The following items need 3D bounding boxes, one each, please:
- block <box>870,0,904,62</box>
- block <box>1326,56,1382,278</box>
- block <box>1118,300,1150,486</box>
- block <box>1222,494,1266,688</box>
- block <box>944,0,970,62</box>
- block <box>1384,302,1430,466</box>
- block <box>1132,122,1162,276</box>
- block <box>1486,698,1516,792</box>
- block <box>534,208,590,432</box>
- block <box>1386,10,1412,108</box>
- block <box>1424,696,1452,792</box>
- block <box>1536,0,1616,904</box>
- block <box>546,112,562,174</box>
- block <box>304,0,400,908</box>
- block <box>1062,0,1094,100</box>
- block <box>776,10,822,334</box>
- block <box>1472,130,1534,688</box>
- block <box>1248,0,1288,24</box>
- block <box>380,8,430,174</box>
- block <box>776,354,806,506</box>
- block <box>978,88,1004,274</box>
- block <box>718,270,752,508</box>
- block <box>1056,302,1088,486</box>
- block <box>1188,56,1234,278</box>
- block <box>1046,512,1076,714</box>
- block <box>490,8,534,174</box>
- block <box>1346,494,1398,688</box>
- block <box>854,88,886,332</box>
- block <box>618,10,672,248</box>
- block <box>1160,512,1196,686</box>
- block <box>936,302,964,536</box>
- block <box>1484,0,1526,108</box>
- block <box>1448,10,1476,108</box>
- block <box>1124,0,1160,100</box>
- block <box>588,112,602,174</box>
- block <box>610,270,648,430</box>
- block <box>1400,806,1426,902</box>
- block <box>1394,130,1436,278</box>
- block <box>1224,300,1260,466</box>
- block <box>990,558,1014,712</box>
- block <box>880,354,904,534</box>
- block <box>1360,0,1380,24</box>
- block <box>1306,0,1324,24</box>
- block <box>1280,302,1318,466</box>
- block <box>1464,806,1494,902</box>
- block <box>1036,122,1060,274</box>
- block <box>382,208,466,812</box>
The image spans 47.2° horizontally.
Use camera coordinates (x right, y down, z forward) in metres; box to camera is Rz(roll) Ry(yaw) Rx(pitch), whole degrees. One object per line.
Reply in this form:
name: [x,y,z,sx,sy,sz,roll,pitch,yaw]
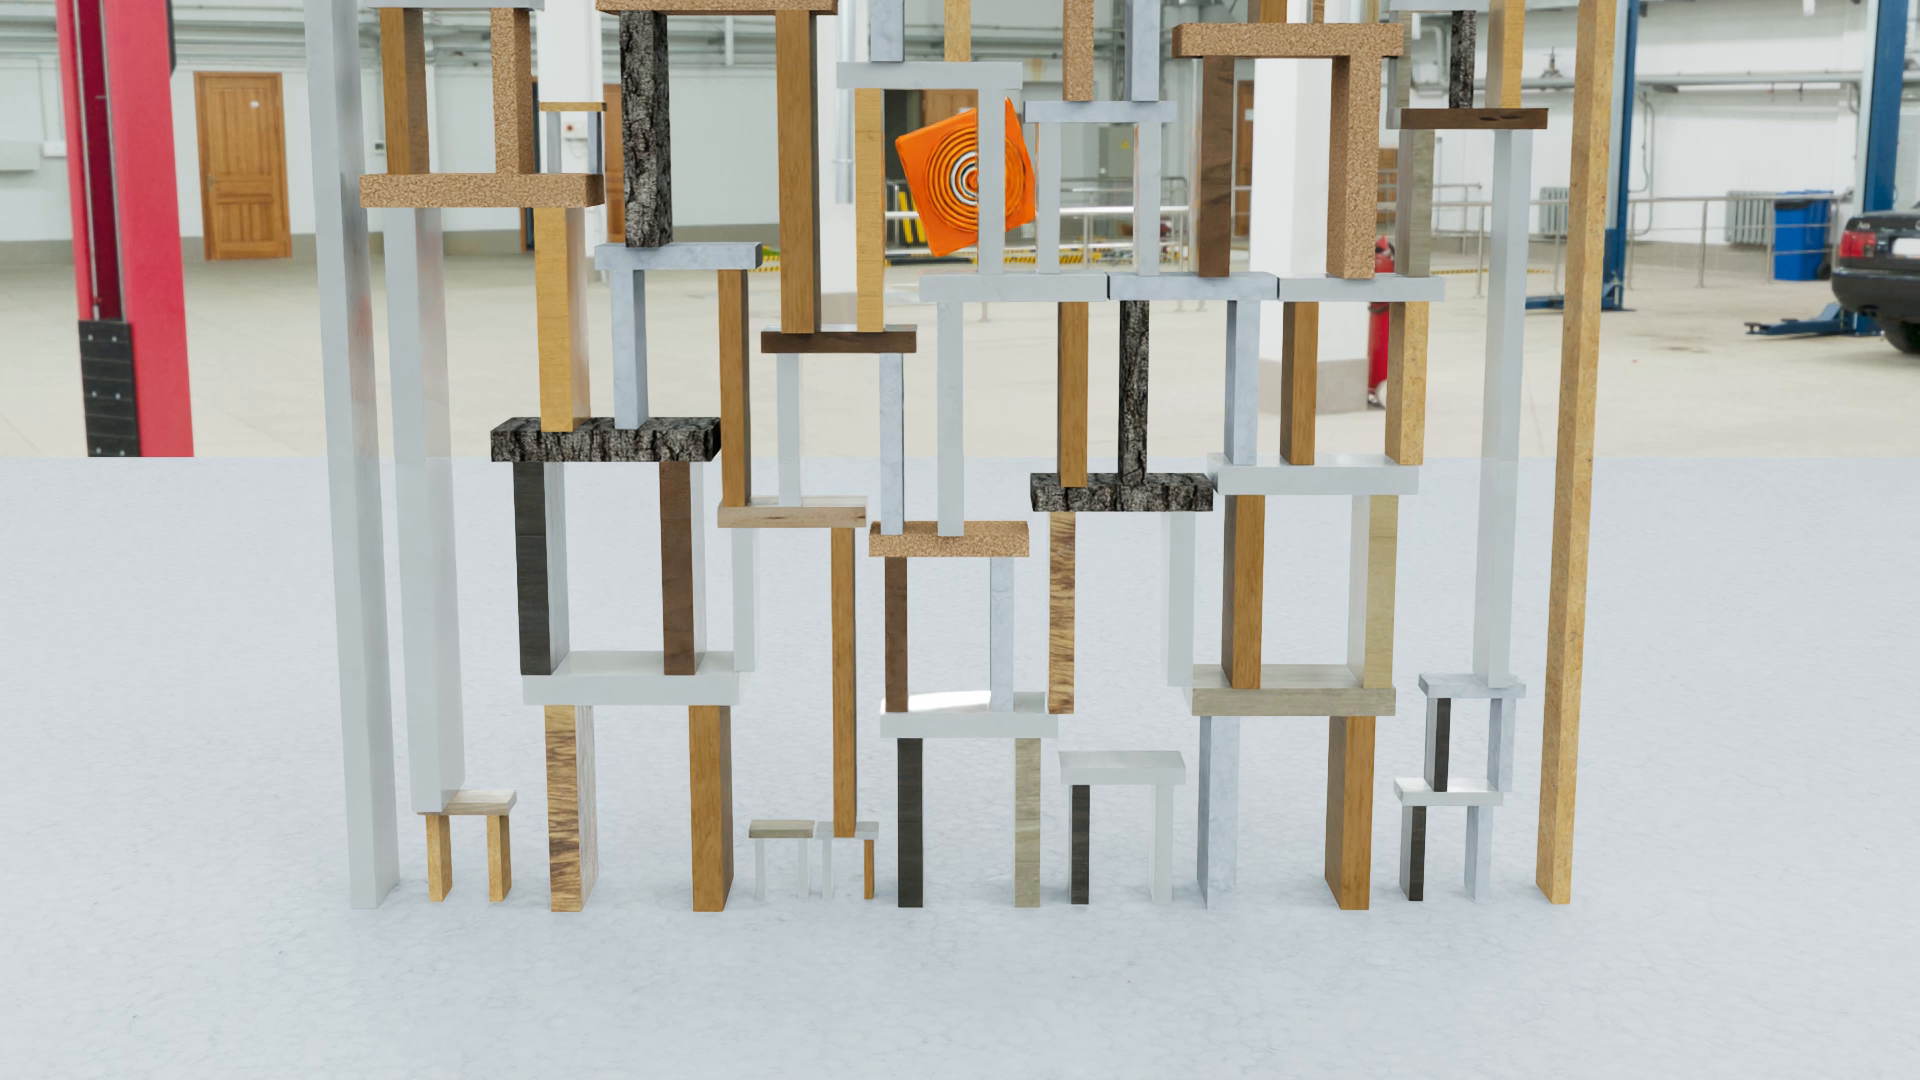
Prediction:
block: [-0.111,-0.970,3.377,0.048,0.463,0.168,0,11,0]
block: [0.617,-0.586,3.455,0.048,0.338,0.168,0,11,0]
block: [0.276,-0.241,3.512,0.037,0.293,0.130,0,11,0]
block: [0.458,0.069,3.568,0.045,0.315,0.158,0,11,0]
block: [-0.004,-0.880,3.397,0.040,0.280,0.140,0,11,0]
block: [0.712,-0.256,3.510,0.036,0.257,0.129,0,11,0]
block: [0.294,-0.537,3.462,0.033,0.235,0.116,0,11,0]
block: [0.892,0.328,3.624,0.022,0.158,0.079,0,11,0]
block: [-0.630,-0.355,3.489,0.049,0.347,0.173,0,11,0]
block: [0.684,-0.747,3.424,0.021,0.148,0.074,0,11,0]
block: [0.787,0.328,3.624,0.022,0.158,0.079,0,11,0]
block: [0.988,-0.145,3.533,0.030,1.495,0.105,0,11,0]
block: [-0.635,-0.621,3.439,0.014,0.096,0.048,1,11,0]
block: [-0.975,-0.279,3.509,0.042,1.767,0.148,0,11,0]
block: [0.183,-0.852,3.404,0.040,0.338,0.140,0,11,0]
block: [-0.252,-0.577,3.453,0.050,0.488,0.178,0,11,0]
block: [0.867,-0.207,3.522,0.032,0.885,0.113,0,11,0]
block: [0.476,-0.940,3.384,0.041,0.290,0.145,0,11,0]
block: [-0.865,-0.698,3.429,0.036,0.251,0.126,0,11,0]
block: [-0.271,-0.184,3.527,0.035,0.244,0.122,0,10,0]
block: [0.048,-0.563,3.453,0.040,0.283,0.142,0,11,0]
block: [-0.359,-0.248,3.514,0.035,0.375,0.125,0,11,0]
block: [0.179,-0.240,3.515,0.041,0.292,0.146,0,11,0]
block: [0.393,-0.587,3.454,0.048,0.336,0.168,0,11,0]
block: [0.163,0.105,3.582,0.040,0.331,0.143,0,11,0]
block: [-0.697,-0.698,3.428,0.036,0.251,0.126,0,11,0]
block: [0.668,0.069,3.568,0.045,0.315,0.157,0,11,0]
block: [-0.141,-0.520,3.461,0.040,0.372,0.142,0,11,0]
block: [-0.490,-0.642,3.442,0.050,0.356,0.178,0,11,0]
block: [0.353,0.083,3.578,0.040,0.285,0.143,0,11,0]
block: [-0.015,-0.201,3.522,0.041,0.371,0.146,0,11,0]
block: [0.847,-0.777,3.415,0.030,0.210,0.105,0,11,0]
block: [0.782,-0.747,3.424,0.021,0.148,0.074,0,11,-1]
block: [0.283,-0.885,3.398,0.041,0.405,0.145,0,11,-1]
block: [-0.570,-0.621,3.438,0.014,0.096,0.048,1,11,1]
block: [-0.526,-0.309,3.504,0.035,0.250,0.125,0,11,0]
block: [0.753,0.509,3.658,0.023,0.164,0.082,0,11,0]
block: [0.714,-0.530,3.460,0.032,0.227,0.113,0,11,-1]
block: [0.449,-0.257,3.509,0.037,0.259,0.130,0,11,0]
block: [0.068,0.141,3.591,0.036,0.256,0.128,0,11,0]
block: [-0.109,-0.162,3.531,0.035,0.289,0.122,0,11,0]
block: [0.634,-0.860,3.397,0.018,0.126,0.063,0,11,0]
block: [0.550,-0.860,3.397,0.018,0.126,0.063,0,11,0]
block: [0.541,-0.256,3.509,0.036,0.257,0.129,0,11,0]
block: [0.862,0.509,3.658,0.023,0.164,0.082,0,11,0]
block: [0.138,-0.539,3.464,0.033,0.232,0.116,0,11,-1]
block: [-0.861,-0.051,3.546,0.049,0.965,0.173,0,11,0]
